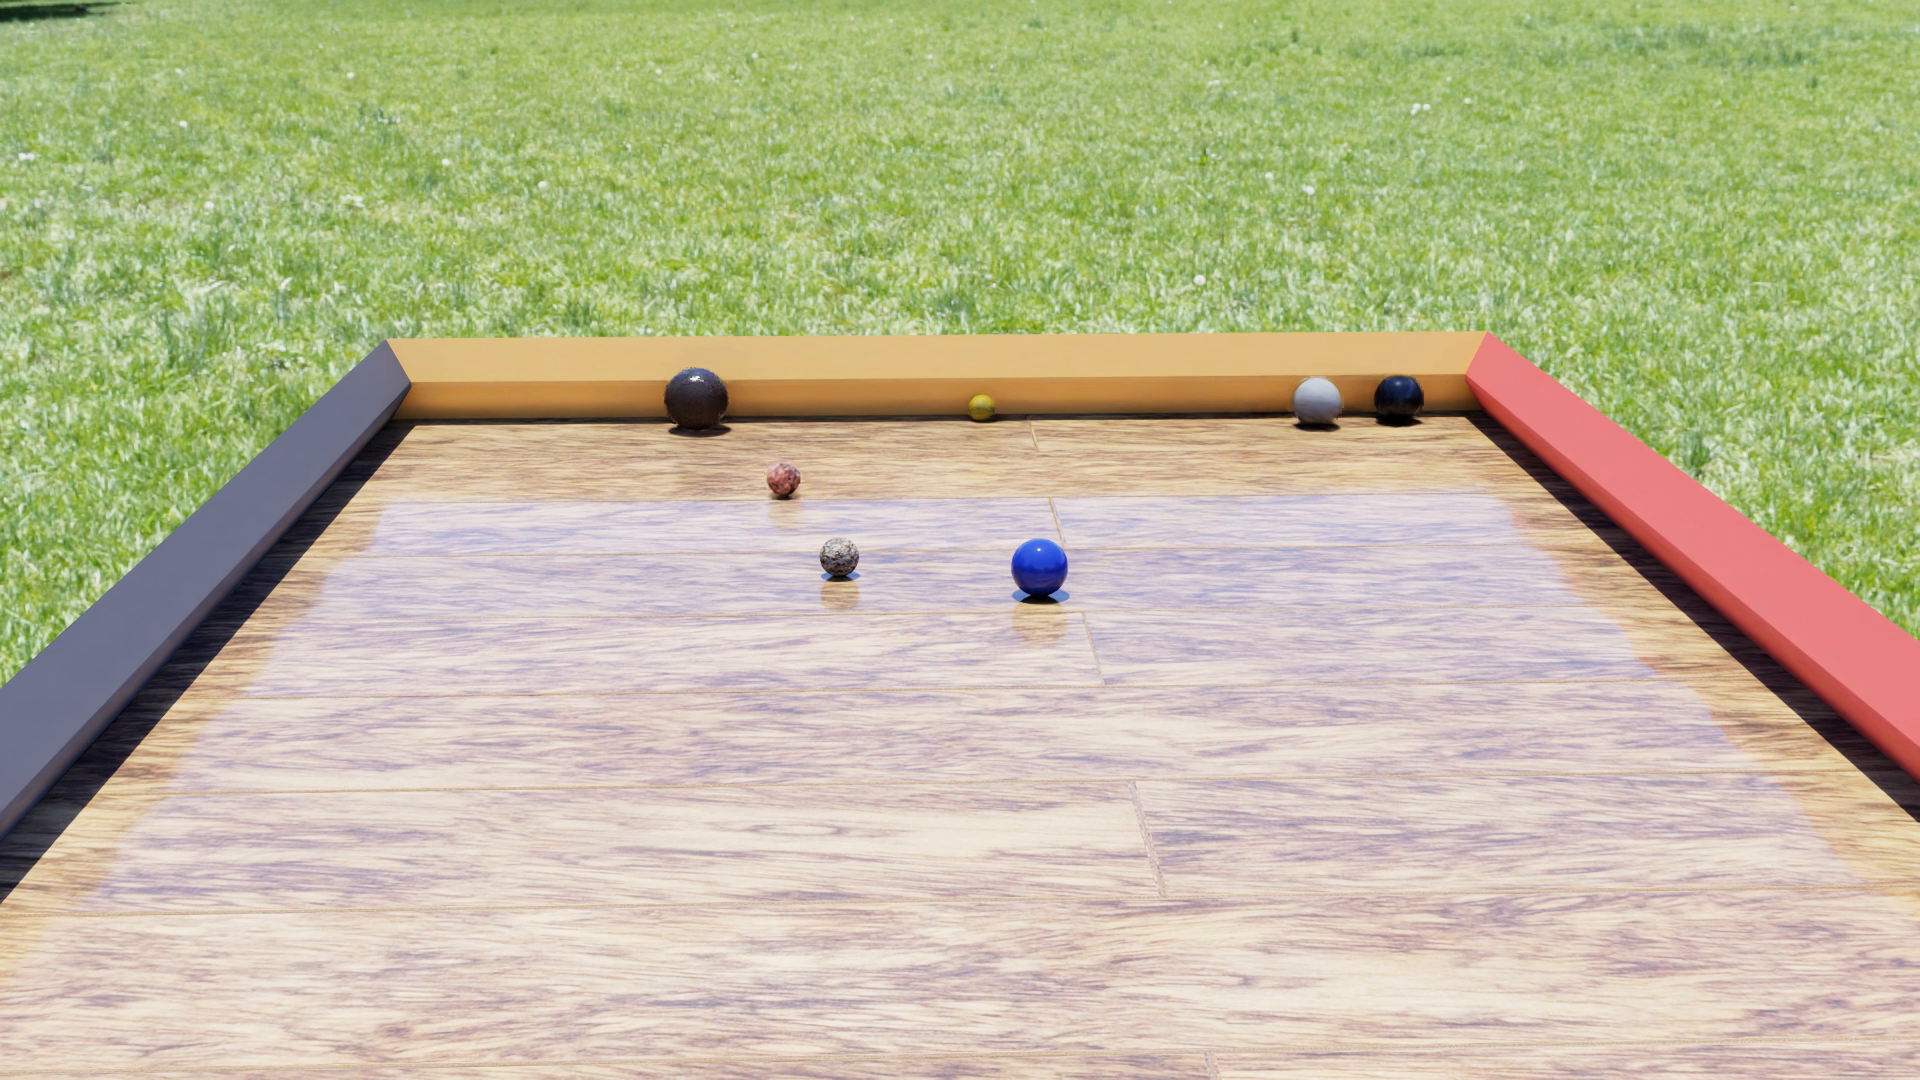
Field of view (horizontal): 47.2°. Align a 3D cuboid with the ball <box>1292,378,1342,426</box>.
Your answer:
[{"bbox_3d":[0.551,-0.212,3.394,0.075,0.075,0.075,0,16,0],"label":"ball"}]

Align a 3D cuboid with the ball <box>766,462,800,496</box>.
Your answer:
[{"bbox_3d":[-0.242,-0.084,3.008,0.047,0.047,0.047,0,16,0],"label":"ball"}]

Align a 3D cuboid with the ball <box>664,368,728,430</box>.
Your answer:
[{"bbox_3d":[-0.403,-0.216,3.367,0.097,0.097,0.097,0,16,0],"label":"ball"}]

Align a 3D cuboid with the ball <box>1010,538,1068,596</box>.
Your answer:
[{"bbox_3d":[0.093,0.032,2.576,0.068,0.068,0.068,0,16,0],"label":"ball"}]

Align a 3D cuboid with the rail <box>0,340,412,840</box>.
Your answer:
[{"bbox_3d":[-0.812,0.207,1.877,0.045,0.126,3.252,-1,16,-2],"label":"rail"}]

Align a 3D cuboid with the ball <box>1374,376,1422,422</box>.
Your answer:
[{"bbox_3d":[0.682,-0.220,3.423,0.074,0.074,0.074,0,16,0],"label":"ball"}]

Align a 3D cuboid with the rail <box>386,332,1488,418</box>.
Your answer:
[{"bbox_3d":[-0.028,-0.254,3.442,1.731,0.126,0.045,-1,16,-2],"label":"rail"}]

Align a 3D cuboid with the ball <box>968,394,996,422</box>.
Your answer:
[{"bbox_3d":[0.035,-0.207,3.433,0.042,0.042,0.042,0,16,0],"label":"ball"}]

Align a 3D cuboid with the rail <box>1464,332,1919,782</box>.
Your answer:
[{"bbox_3d":[0.871,0.190,1.935,0.045,0.126,3.252,-1,16,-2],"label":"rail"}]

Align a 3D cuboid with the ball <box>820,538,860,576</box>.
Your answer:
[{"bbox_3d":[-0.146,0.020,2.652,0.048,0.048,0.048,0,16,0],"label":"ball"}]
